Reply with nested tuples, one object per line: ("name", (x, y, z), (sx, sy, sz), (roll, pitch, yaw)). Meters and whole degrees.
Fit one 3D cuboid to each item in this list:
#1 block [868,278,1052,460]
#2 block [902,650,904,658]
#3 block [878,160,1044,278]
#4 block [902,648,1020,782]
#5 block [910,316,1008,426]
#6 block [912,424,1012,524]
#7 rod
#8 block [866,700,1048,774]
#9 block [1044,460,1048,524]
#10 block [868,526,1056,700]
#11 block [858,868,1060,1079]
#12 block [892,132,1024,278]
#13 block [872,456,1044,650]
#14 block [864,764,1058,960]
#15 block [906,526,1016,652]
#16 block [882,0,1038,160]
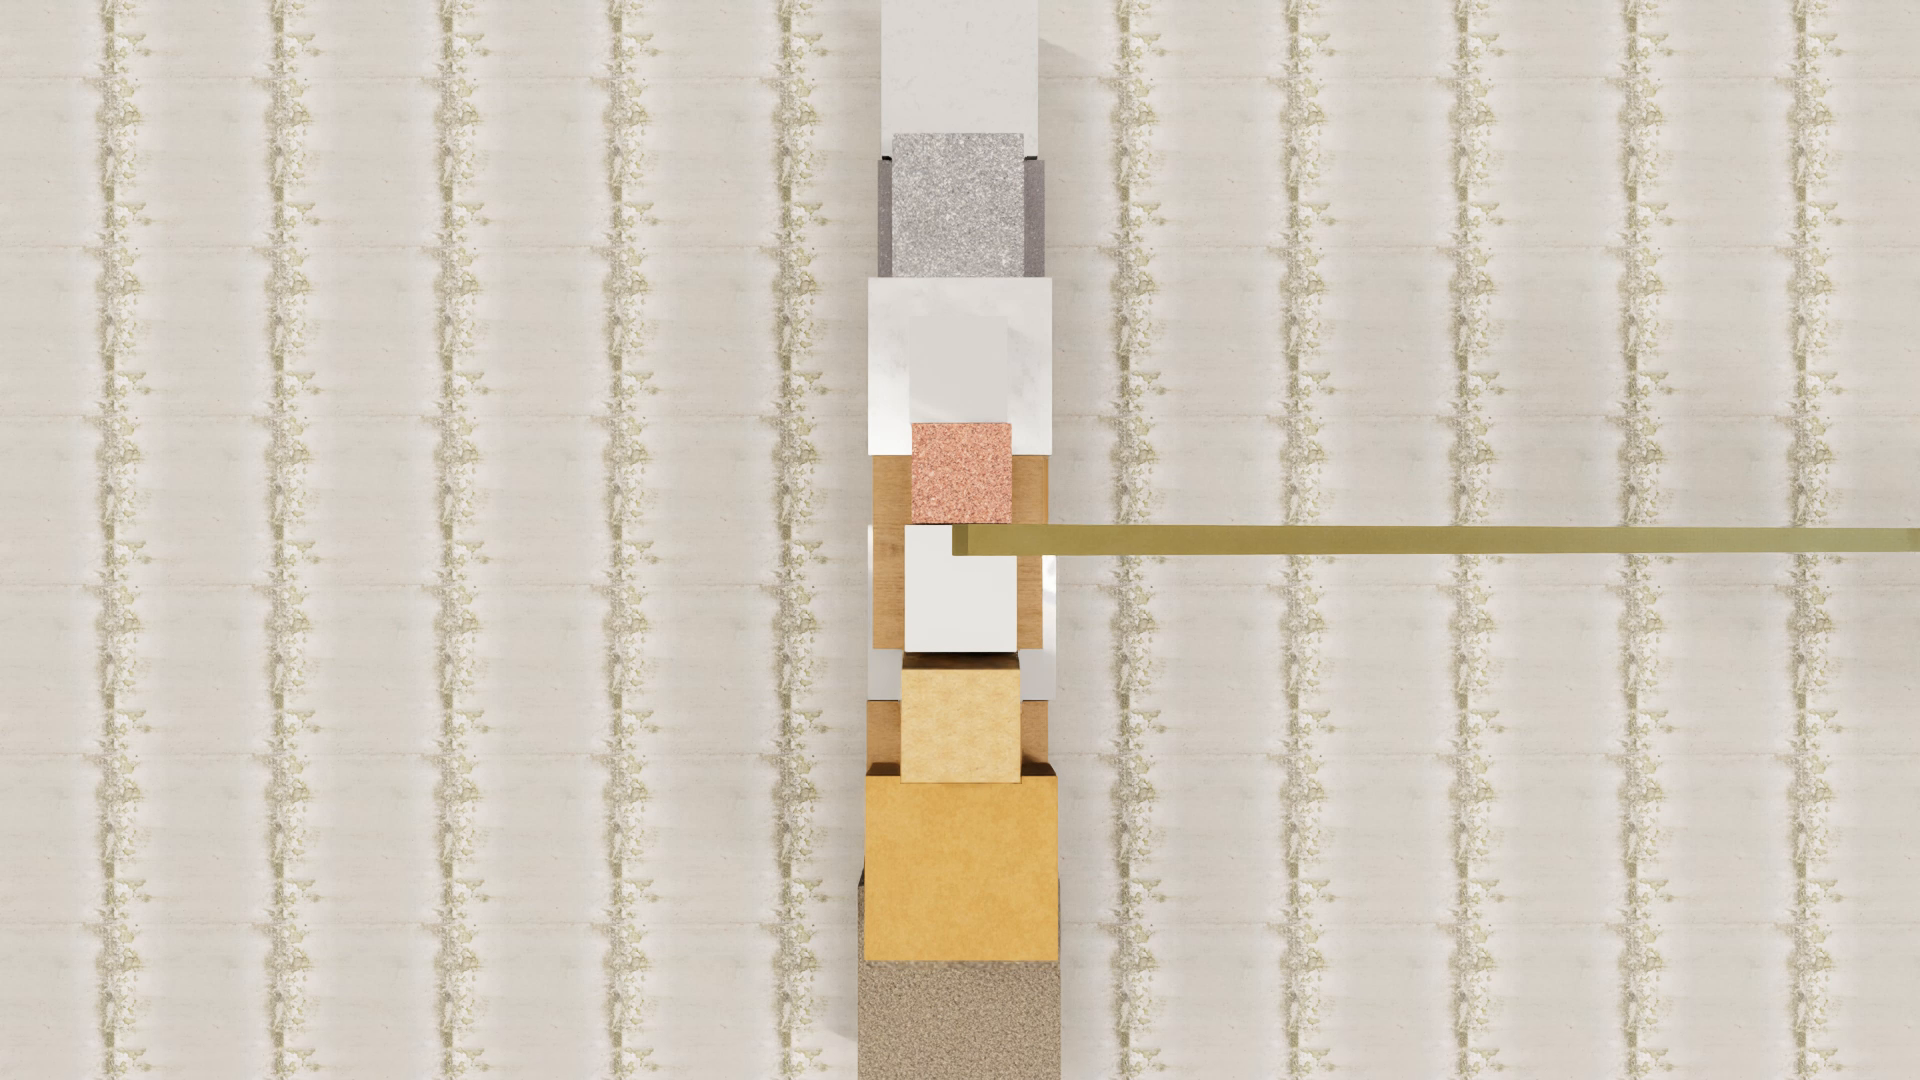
("block", (0.001, -0.894, 11.711), (0.944, 0.792, 0.911), (0, 90, 0))
("block", (0.000, 0.879, 11.797), (0.606, 0.549, 0.642), (0, 90, 0))
("block", (0.007, -1.628, 12.606), (0.927, 0.788, 0.964), (0, 90, 0))
("block", (0.004, 0.857, 10.893), (0.572, 0.656, 0.550), (0, 97, 0))
("block", (-0.008, -0.839, 11.064), (0.484, 0.502, 0.524), (0, 90, 0))
("block", (0.008, -0.324, 10.933), (0.486, 0.511, 0.486), (0, 90, 0))
("rod", (2.234, 0.000, 6.850), (5.200, 0.080, 0.080), (0, 90, -31))
("block", (-0.014, 1.382, 12.557), (1.000, 0.886, 0.989), (0, 90, 0))
("block", (0.010, -0.613, 12.554), (0.953, 0.892, 1.047), (0, 90, 0))
("block", (0.011, 0.399, 12.536), (1.031, 0.928, 0.956), (0, 90, 0))
("block", (-0.004, 2.439, 12.481), (1.105, 1.038, 1.105), (0, 90, 0))
("block", (-0.010, -1.744, 11.804), (0.688, 0.668, 0.771), (0, 91, 0))
("block", (-0.011, 0.063, 11.630), (0.866, 0.884, 0.985), (0, 90, 0))
("block", (0.007, 1.655, 11.462), (0.961, 1.016, 0.915), (0, 88, 0))
("block", (0.004, 0.235, 10.897), (0.538, 0.582, 0.613), (0, 90, 0))
("block", (-0.002, -2.556, 12.564), (0.864, 0.872, 0.871), (0, 90, 0))
